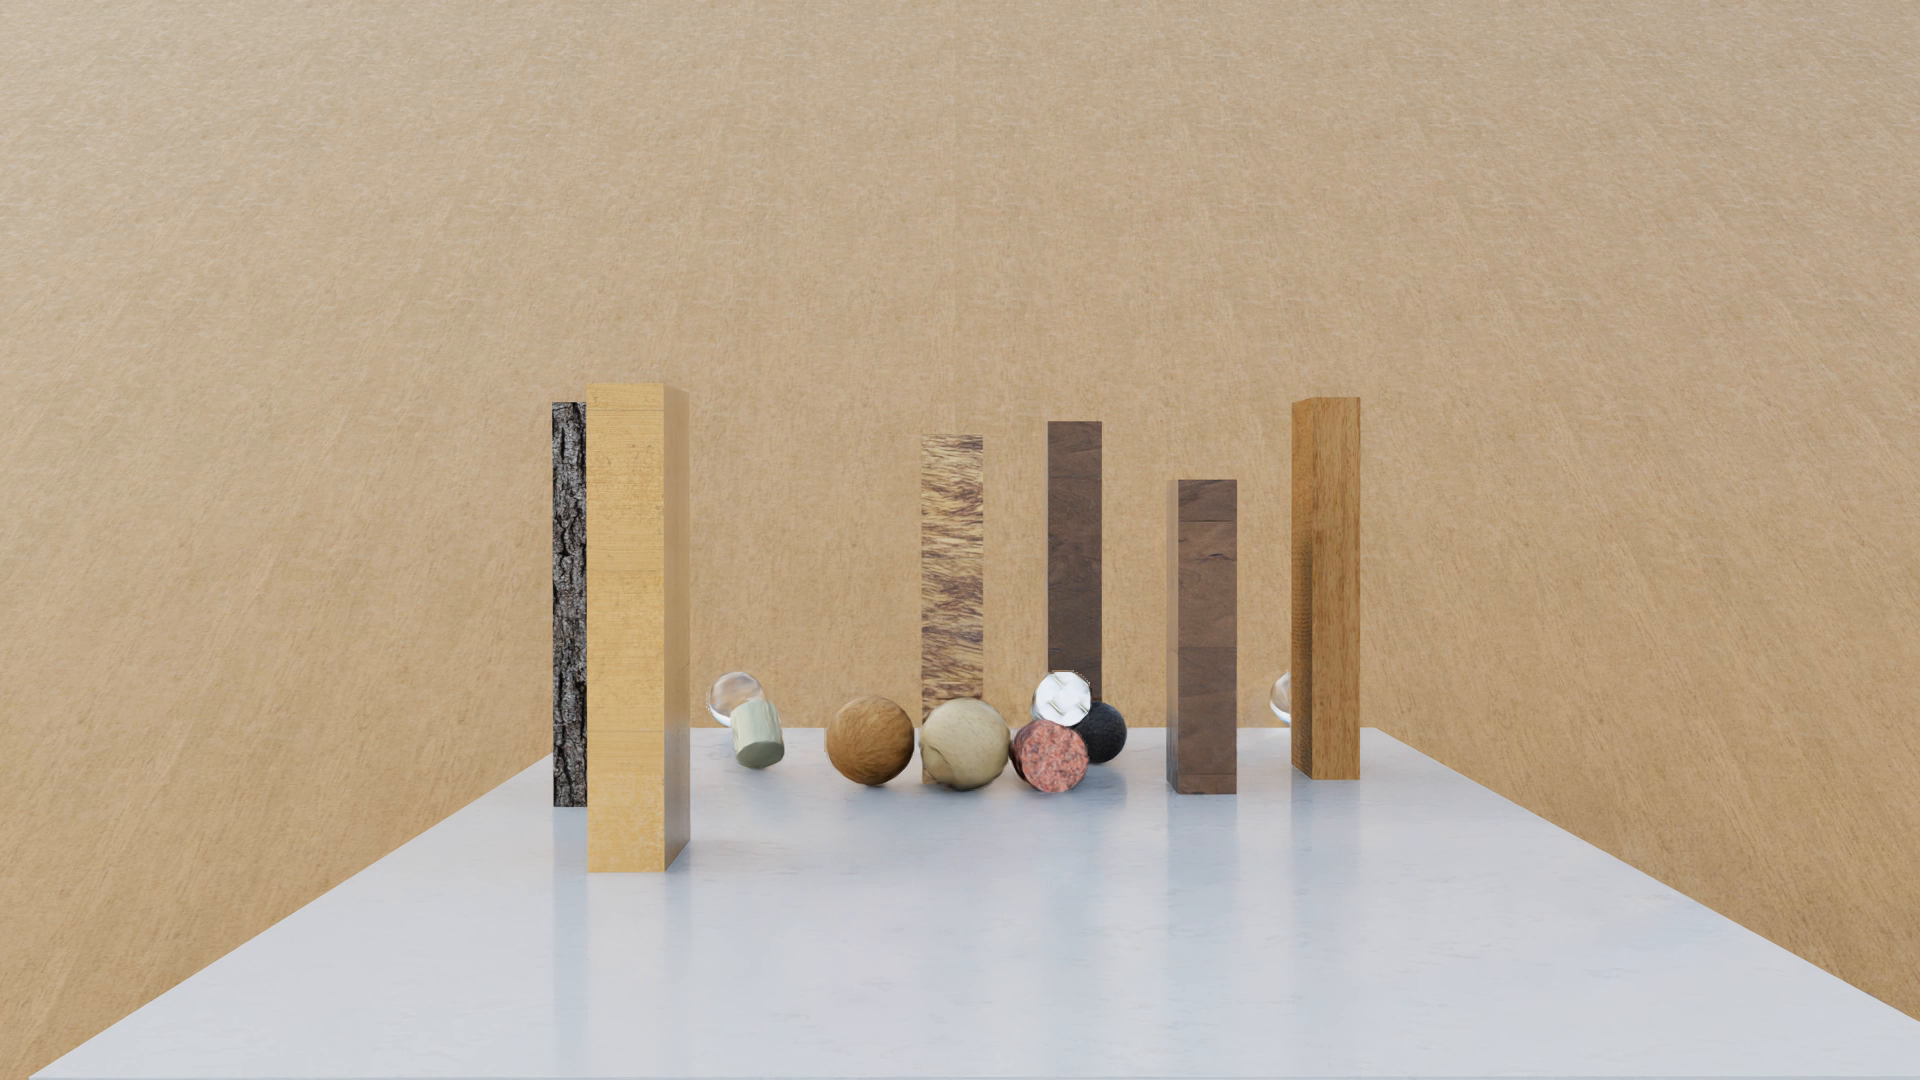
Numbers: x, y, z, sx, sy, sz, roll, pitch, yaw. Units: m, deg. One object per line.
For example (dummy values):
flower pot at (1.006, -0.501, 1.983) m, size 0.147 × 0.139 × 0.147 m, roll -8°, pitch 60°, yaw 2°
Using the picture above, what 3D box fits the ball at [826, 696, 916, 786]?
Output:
ball at (-0.182, 0.409, 5.263) m, size 0.182 × 0.182 × 0.182 m, roll 0°, pitch 28°, yaw 0°

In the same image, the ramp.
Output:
ramp at (0.062, 0.559, 4.597) m, size 2.000 × 0.100 × 4.000 m, roll 0°, pitch 1°, yaw 0°

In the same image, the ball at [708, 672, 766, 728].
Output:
ball at (-0.583, 0.417, 6.744) m, size 0.148 × 0.148 × 0.148 m, roll 0°, pitch 28°, yaw 0°

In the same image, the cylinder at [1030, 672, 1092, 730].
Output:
cylinder at (0.210, 0.342, 5.414) m, size 0.115 × 0.115 × 0.115 m, roll -3°, pitch -13°, yaw -6°

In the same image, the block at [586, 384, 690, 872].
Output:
block at (-0.521, 0.134, 4.214) m, size 0.120 × 0.762 × 0.391 m, roll 0°, pitch 1°, yaw 0°

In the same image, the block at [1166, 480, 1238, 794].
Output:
block at (0.488, 0.189, 5.229) m, size 0.116 × 0.621 × 0.283 m, roll 0°, pitch 1°, yaw 0°

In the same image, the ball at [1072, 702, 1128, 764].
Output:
ball at (0.300, 0.424, 5.692) m, size 0.137 × 0.137 × 0.137 m, roll 0°, pitch 28°, yaw 0°

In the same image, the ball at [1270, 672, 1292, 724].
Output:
ball at (0.877, 0.411, 6.717) m, size 0.142 × 0.142 × 0.142 m, roll 0°, pitch 28°, yaw 0°

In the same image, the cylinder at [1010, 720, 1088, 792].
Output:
cylinder at (0.178, 0.433, 5.187) m, size 0.134 × 0.134 × 0.134 m, roll -4°, pitch 1°, yaw -8°

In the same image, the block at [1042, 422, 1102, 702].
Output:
block at (0.256, 0.111, 5.934) m, size 0.120 × 0.756 × 0.357 m, roll 0°, pitch 1°, yaw 0°

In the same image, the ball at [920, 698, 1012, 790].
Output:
ball at (0.011, 0.408, 5.167) m, size 0.185 × 0.185 × 0.185 m, roll 0°, pitch 28°, yaw 0°

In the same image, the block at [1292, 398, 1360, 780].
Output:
block at (0.780, 0.098, 5.522) m, size 0.099 × 0.793 × 0.337 m, roll 0°, pitch 1°, yaw 0°

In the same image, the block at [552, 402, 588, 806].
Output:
block at (-0.730, 0.120, 5.074) m, size 0.080 × 0.766 × 0.384 m, roll 0°, pitch 1°, yaw 0°

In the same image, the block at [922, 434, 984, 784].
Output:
block at (-0.016, 0.139, 5.444) m, size 0.126 × 0.715 × 0.337 m, roll 0°, pitch 1°, yaw 0°
